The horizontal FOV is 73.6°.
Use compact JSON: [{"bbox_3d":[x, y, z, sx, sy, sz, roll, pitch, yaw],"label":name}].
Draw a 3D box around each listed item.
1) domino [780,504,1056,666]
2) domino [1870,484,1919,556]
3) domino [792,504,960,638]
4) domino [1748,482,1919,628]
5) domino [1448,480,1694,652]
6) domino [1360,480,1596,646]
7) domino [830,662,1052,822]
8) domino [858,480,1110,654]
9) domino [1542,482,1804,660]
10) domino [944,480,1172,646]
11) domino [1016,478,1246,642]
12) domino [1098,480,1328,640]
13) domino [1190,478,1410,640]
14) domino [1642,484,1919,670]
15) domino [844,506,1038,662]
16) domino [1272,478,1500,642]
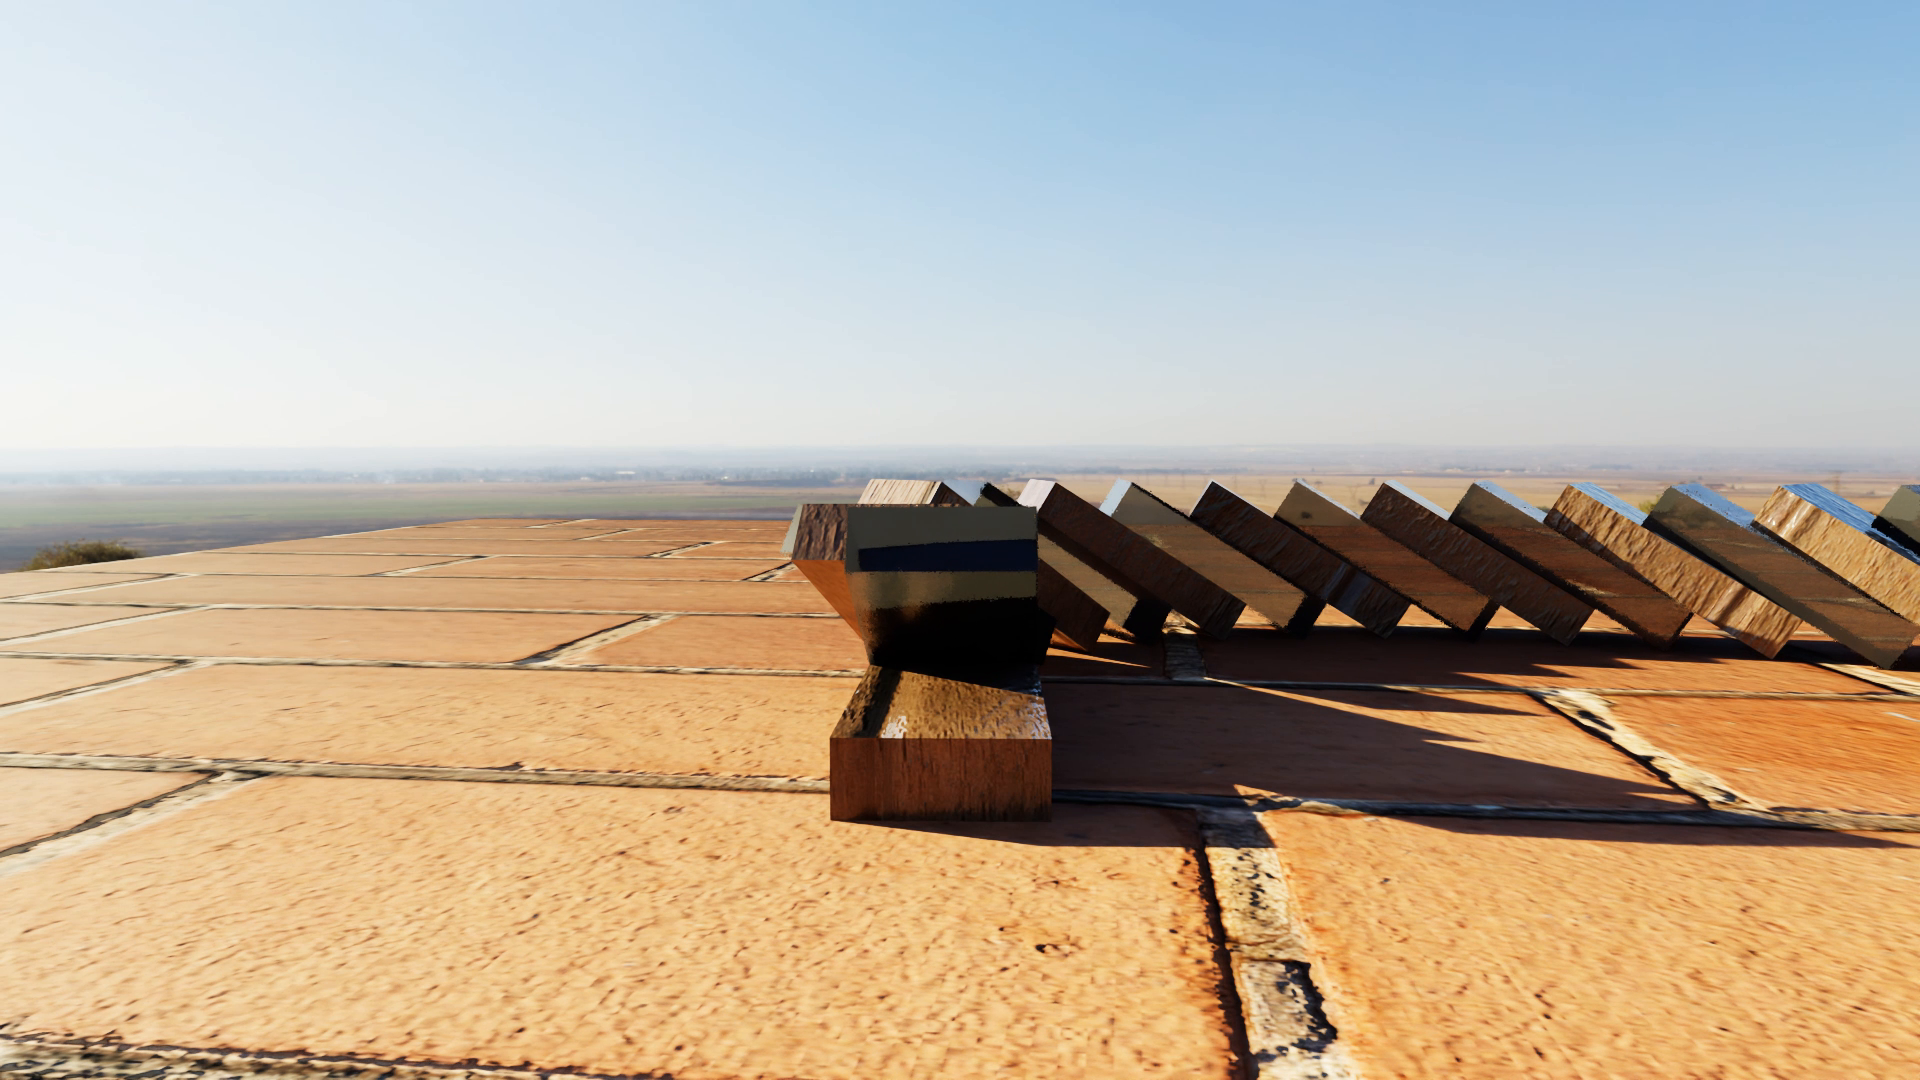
[{"bbox_3d":[-0.007,0.009,0.239,0.025,0.009,0.050,4,-22,41],"label":"domino"},{"bbox_3d":[0.200,0.007,0.237,0.025,0.009,0.050,-2,36,-30],"label":"domino"},{"bbox_3d":[-0.006,0.010,0.212,0.025,0.010,0.050,1,-26,18],"label":"domino"},{"bbox_3d":[0.184,0.007,0.250,0.025,0.010,0.050,-4,37,-42],"label":"domino"},{"bbox_3d":[0.134,0.004,0.281,0.050,0.010,0.025,37,20,23],"label":"domino"},{"bbox_3d":[0.115,0.004,0.287,0.050,0.010,0.025,35,16,18],"label":"domino"},{"bbox_3d":[-0.002,0.025,0.169,0.025,0.010,0.050,0,4,1],"label":"domino"},{"bbox_3d":[0.004,0.005,0.258,0.050,0.009,0.025,37,-18,-31],"label":"domino"},{"bbox_3d":[0.152,0.005,0.272,0.050,0.010,0.025,38,24,28],"label":"domino"},{"bbox_3d":[0.018,0.005,0.274,0.050,0.009,0.025,33,-8,-19],"label":"domino"},{"bbox_3d":[0.036,0.004,0.284,0.050,0.009,0.025,32,-1,-10],"label":"domino"},{"bbox_3d":[0.056,0.004,0.290,0.050,0.010,0.025,32,4,-2],"label":"domino"},{"bbox_3d":[0.076,0.003,0.293,0.050,0.009,0.025,33,9,7],"label":"domino"},{"bbox_3d":[0.168,0.006,0.262,0.025,0.010,0.050,-5,37,-48],"label":"domino"},{"bbox_3d":[-0.001,0.011,0.190,0.025,0.009,0.050,0,-27,2],"label":"domino"},{"bbox_3d":[0.096,0.004,0.291,0.050,0.010,0.025,33,12,11],"label":"domino"}]
